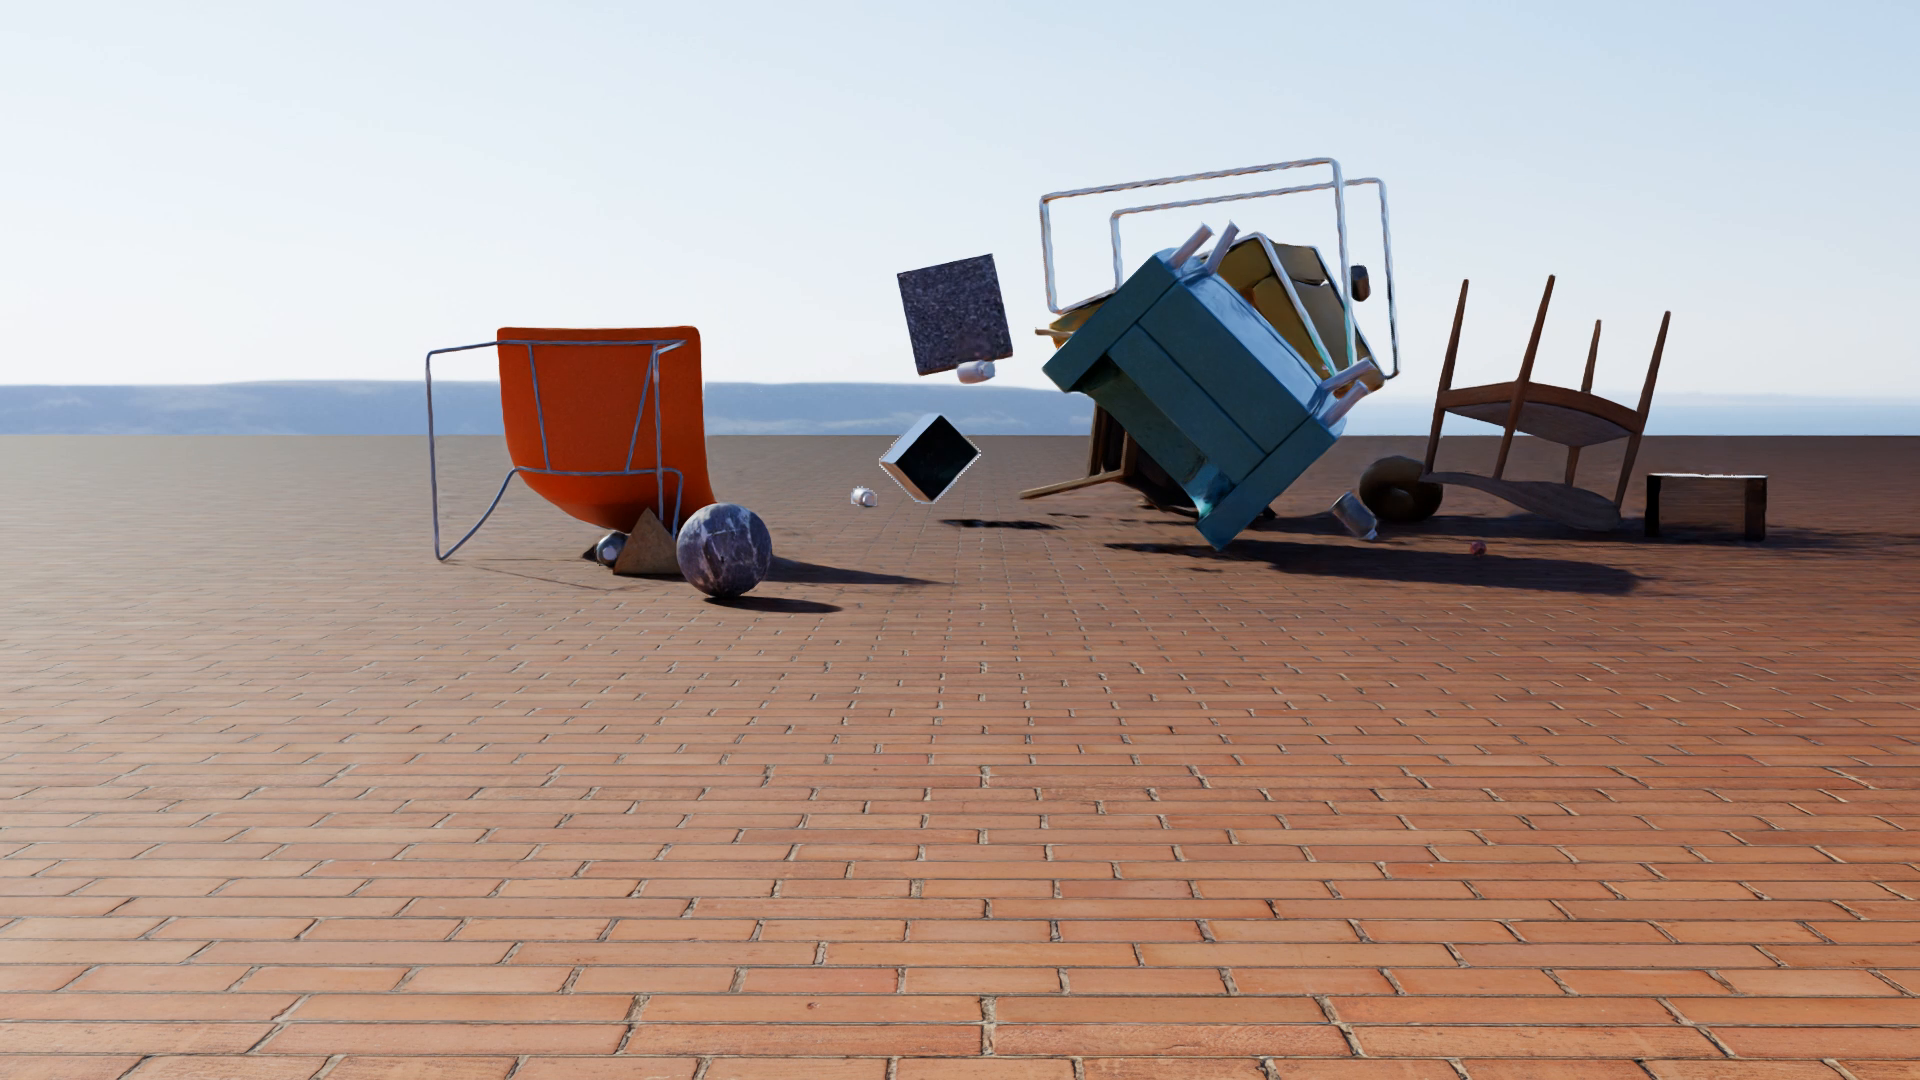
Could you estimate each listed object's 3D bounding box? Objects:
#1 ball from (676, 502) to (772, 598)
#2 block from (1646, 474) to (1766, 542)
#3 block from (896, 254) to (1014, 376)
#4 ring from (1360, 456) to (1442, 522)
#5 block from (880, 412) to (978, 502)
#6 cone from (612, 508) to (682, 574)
[{"bbox_3d":[-0.507,0.021,4.734,0.205,0.205,0.205,0,4,0],"label":"ball"},{"bbox_3d":[2.230,-0.097,6.577,0.310,0.190,0.140,4,5,44],"label":"block"},{"bbox_3d":[-0.014,-0.715,7.008,0.309,0.317,0.199,-12,0,1],"label":"block"},{"bbox_3d":[1.485,-0.168,7.409,0.264,0.115,0.320,39,-28,-13],"label":"ring"},{"bbox_3d":[-0.108,-0.287,7.604,0.190,0.237,0.178,46,-10,-15],"label":"block"},{"bbox_3d":[-0.714,0.042,5.336,0.191,0.188,0.082,26,-14,2],"label":"cone"}]
